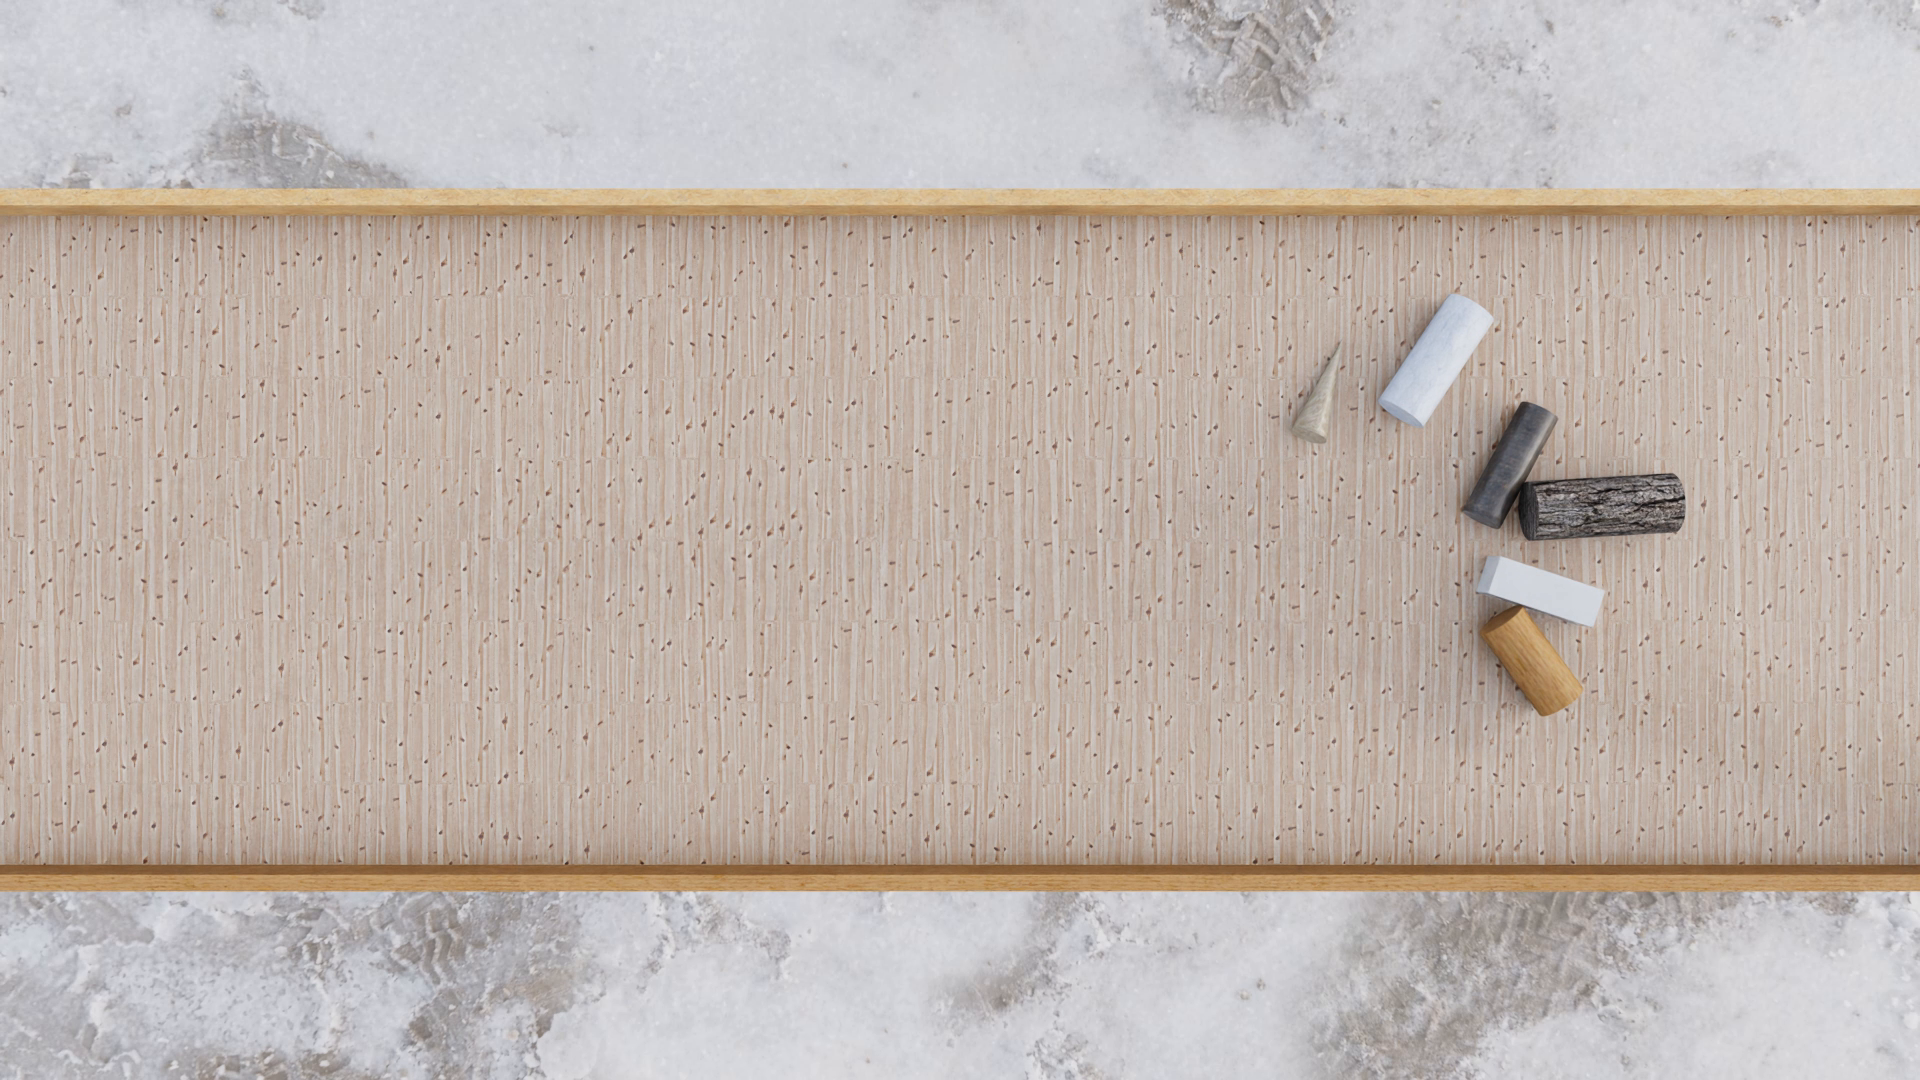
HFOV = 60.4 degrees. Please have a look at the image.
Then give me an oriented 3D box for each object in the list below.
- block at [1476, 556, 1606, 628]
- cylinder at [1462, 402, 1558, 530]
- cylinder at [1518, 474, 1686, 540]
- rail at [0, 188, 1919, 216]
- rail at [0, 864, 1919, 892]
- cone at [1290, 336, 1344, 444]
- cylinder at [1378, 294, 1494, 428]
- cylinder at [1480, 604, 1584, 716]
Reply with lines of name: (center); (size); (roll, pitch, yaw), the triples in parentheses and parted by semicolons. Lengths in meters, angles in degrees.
block: (1.765, 0.156, 5.018); (0.332, 0.117, 0.117); (18, 90, 0)
cylinder: (1.673, -0.227, 5.016); (0.122, 0.122, 0.376); (28, 90, 0)
cylinder: (1.937, -0.100, 4.986); (0.436, 0.180, 0.180); (-3, 90, 0)
rail: (-2.247, -1.025, 5.002); (12.000, 0.150, 0.050); (0, 90, 0)
rail: (-2.247, 1.025, 5.001); (12.000, 0.150, 0.050); (0, 90, 0)
cone: (1.121, -0.472, 5.048); (0.113, 0.113, 0.336); (21, 80, 0)
cylinder: (1.442, -0.542, 4.999); (0.156, 0.156, 0.384); (34, 90, 0)
cylinder: (1.731, 0.365, 5.001); (0.152, 0.152, 0.309); (-36, 90, 0)
